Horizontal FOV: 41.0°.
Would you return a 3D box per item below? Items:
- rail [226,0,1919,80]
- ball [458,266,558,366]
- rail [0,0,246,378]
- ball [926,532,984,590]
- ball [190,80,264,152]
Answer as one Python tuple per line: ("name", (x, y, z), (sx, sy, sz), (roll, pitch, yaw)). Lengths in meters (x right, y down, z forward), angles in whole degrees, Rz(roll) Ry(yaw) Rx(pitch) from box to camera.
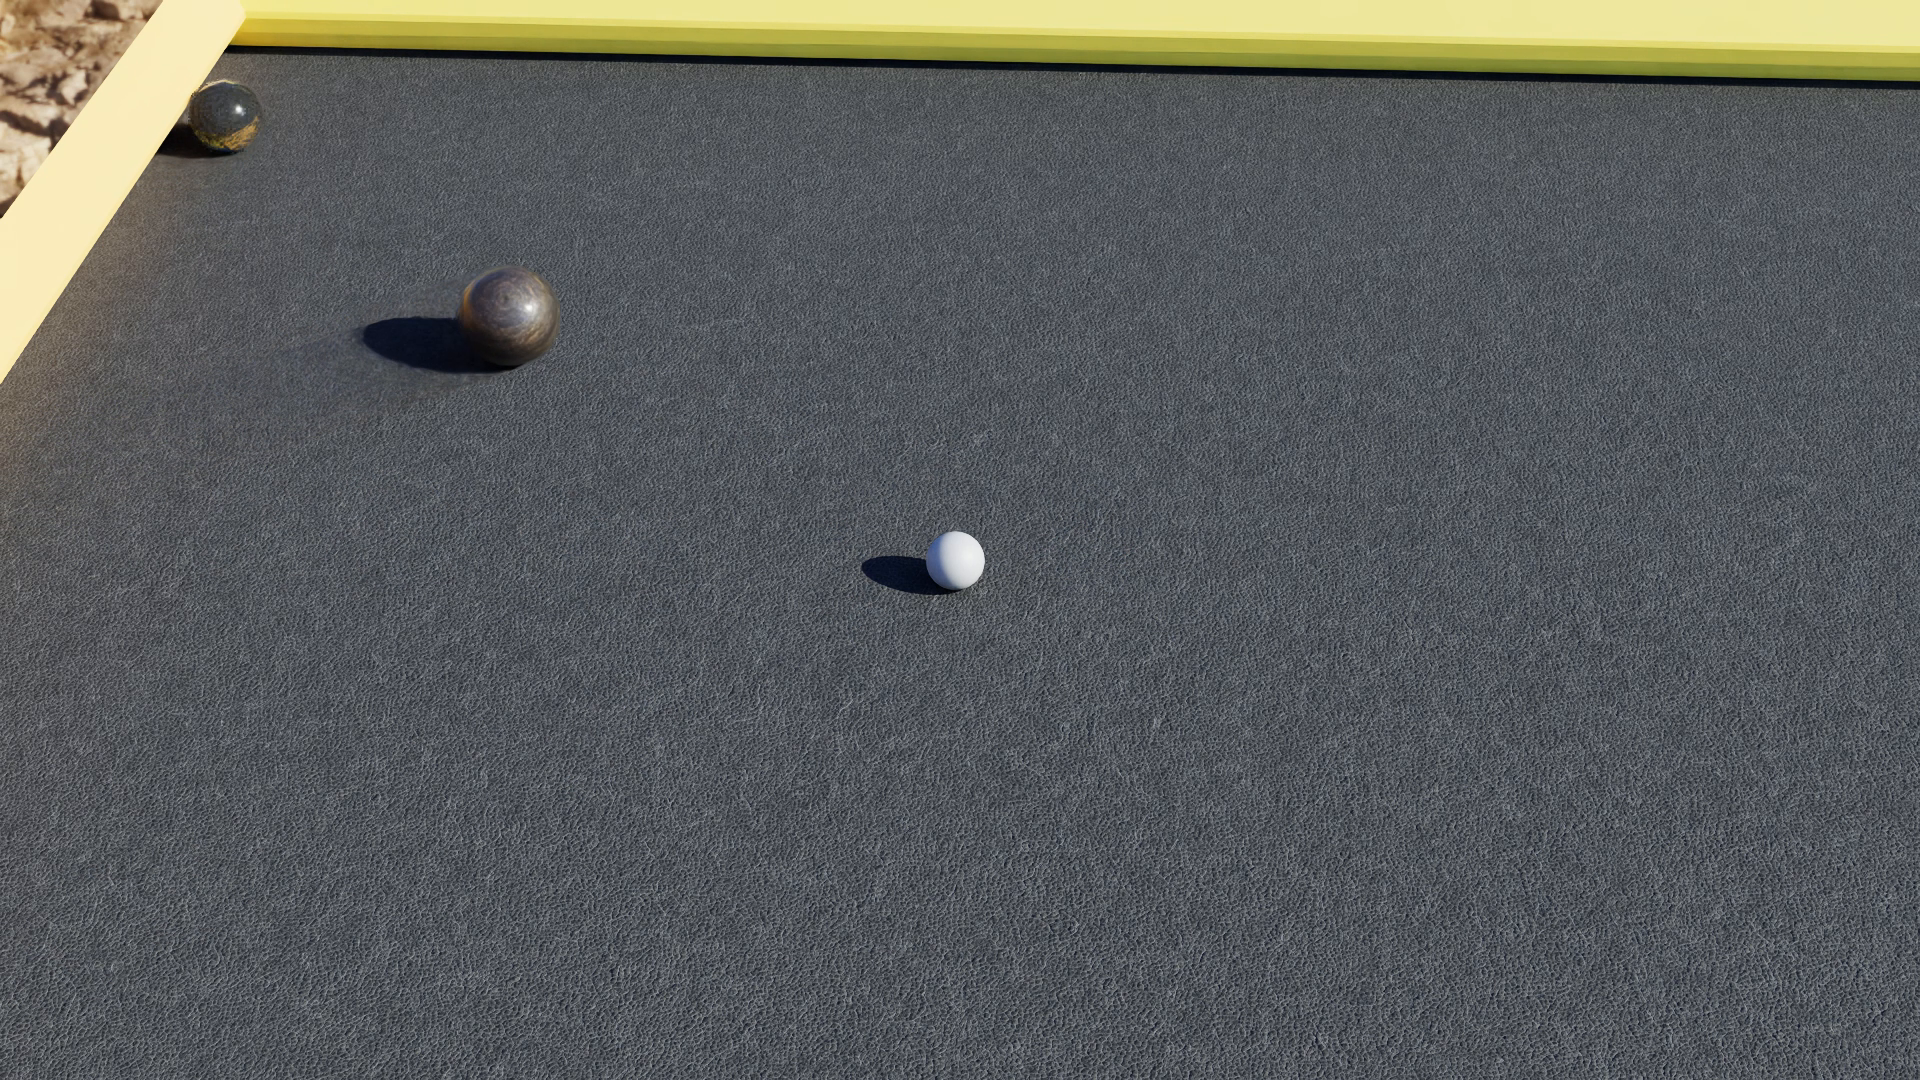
("rail", (0.823, -0.479, 2.449), (3.128, 0.103, 0.045), (2, 35, 2))
("ball", (-0.360, -0.178, 2.047), (0.079, 0.079, 0.079), (0, 35, 0))
("rail", (-0.757, -0.039, 1.829), (0.045, 0.103, 1.724), (2, 35, 2))
("ball", (-0.003, 0.015, 1.808), (0.041, 0.041, 0.041), (0, 35, 0))
("ball", (-0.674, -0.389, 2.356), (0.065, 0.065, 0.065), (0, 35, 0))
